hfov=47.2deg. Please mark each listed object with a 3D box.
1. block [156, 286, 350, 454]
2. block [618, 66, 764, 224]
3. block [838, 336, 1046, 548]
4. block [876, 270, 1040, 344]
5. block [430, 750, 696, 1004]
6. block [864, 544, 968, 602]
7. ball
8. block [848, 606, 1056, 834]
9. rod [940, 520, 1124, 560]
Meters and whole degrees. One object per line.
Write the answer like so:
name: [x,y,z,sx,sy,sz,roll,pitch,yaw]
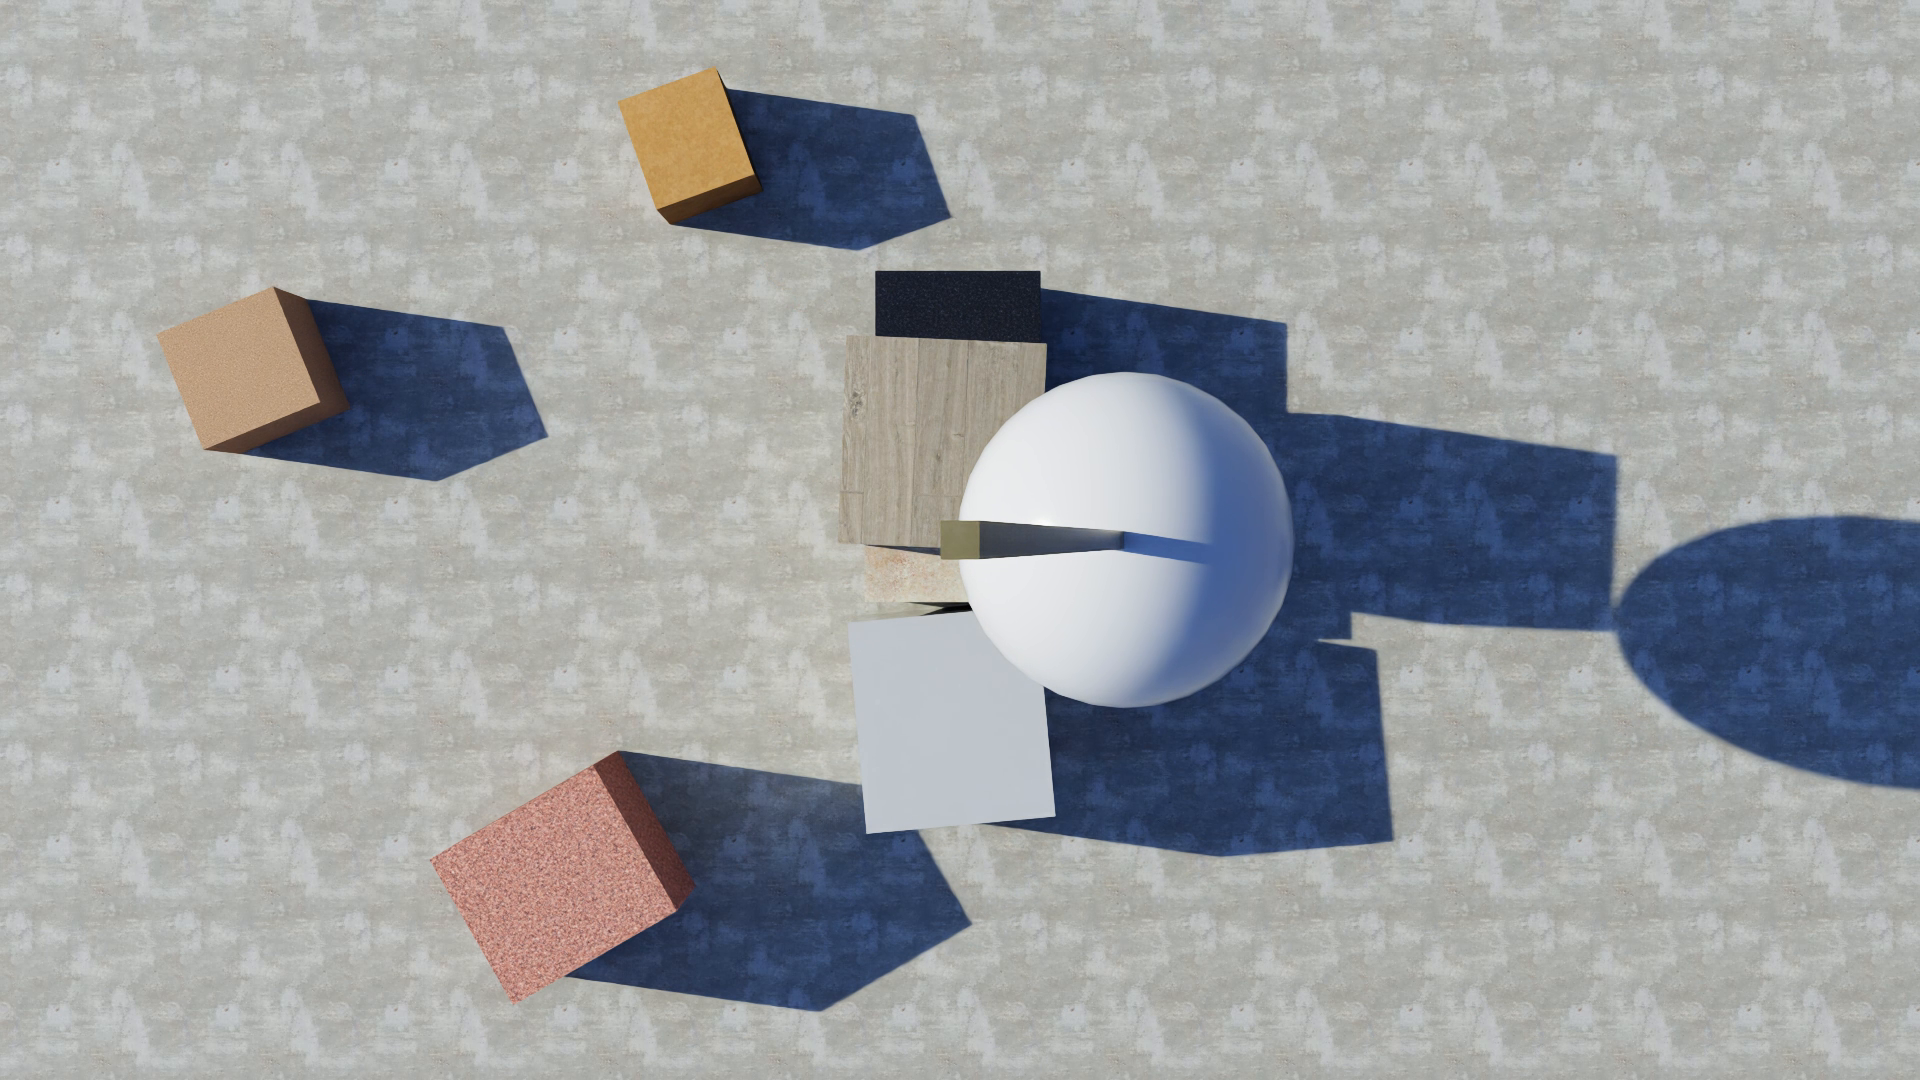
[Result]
block: [-4.062,-0.967,12.685,0.711,0.630,0.703,-22,90,0]
block: [-1.546,-2.267,12.700,0.587,0.600,0.647,-20,90,0]
block: [-0.090,-0.490,11.588,1.016,0.908,1.055,2,90,0]
block: [-0.011,-1.064,12.598,0.919,0.803,0.860,0,90,0]
block: [-2.242,1.903,12.559,1.041,0.882,0.926,-30,90,0]
block: [0.011,-0.142,12.521,1.068,0.957,0.963,0,90,0]
ball: [0.784,0.000,10.434,1.600,1.600,1.600,0,90,0]
block: [-0.047,0.971,12.447,1.025,1.107,1.146,-5,90,0]
rod: [0.340,0.000,7.063,0.080,5.200,0.080,0,90,8]
